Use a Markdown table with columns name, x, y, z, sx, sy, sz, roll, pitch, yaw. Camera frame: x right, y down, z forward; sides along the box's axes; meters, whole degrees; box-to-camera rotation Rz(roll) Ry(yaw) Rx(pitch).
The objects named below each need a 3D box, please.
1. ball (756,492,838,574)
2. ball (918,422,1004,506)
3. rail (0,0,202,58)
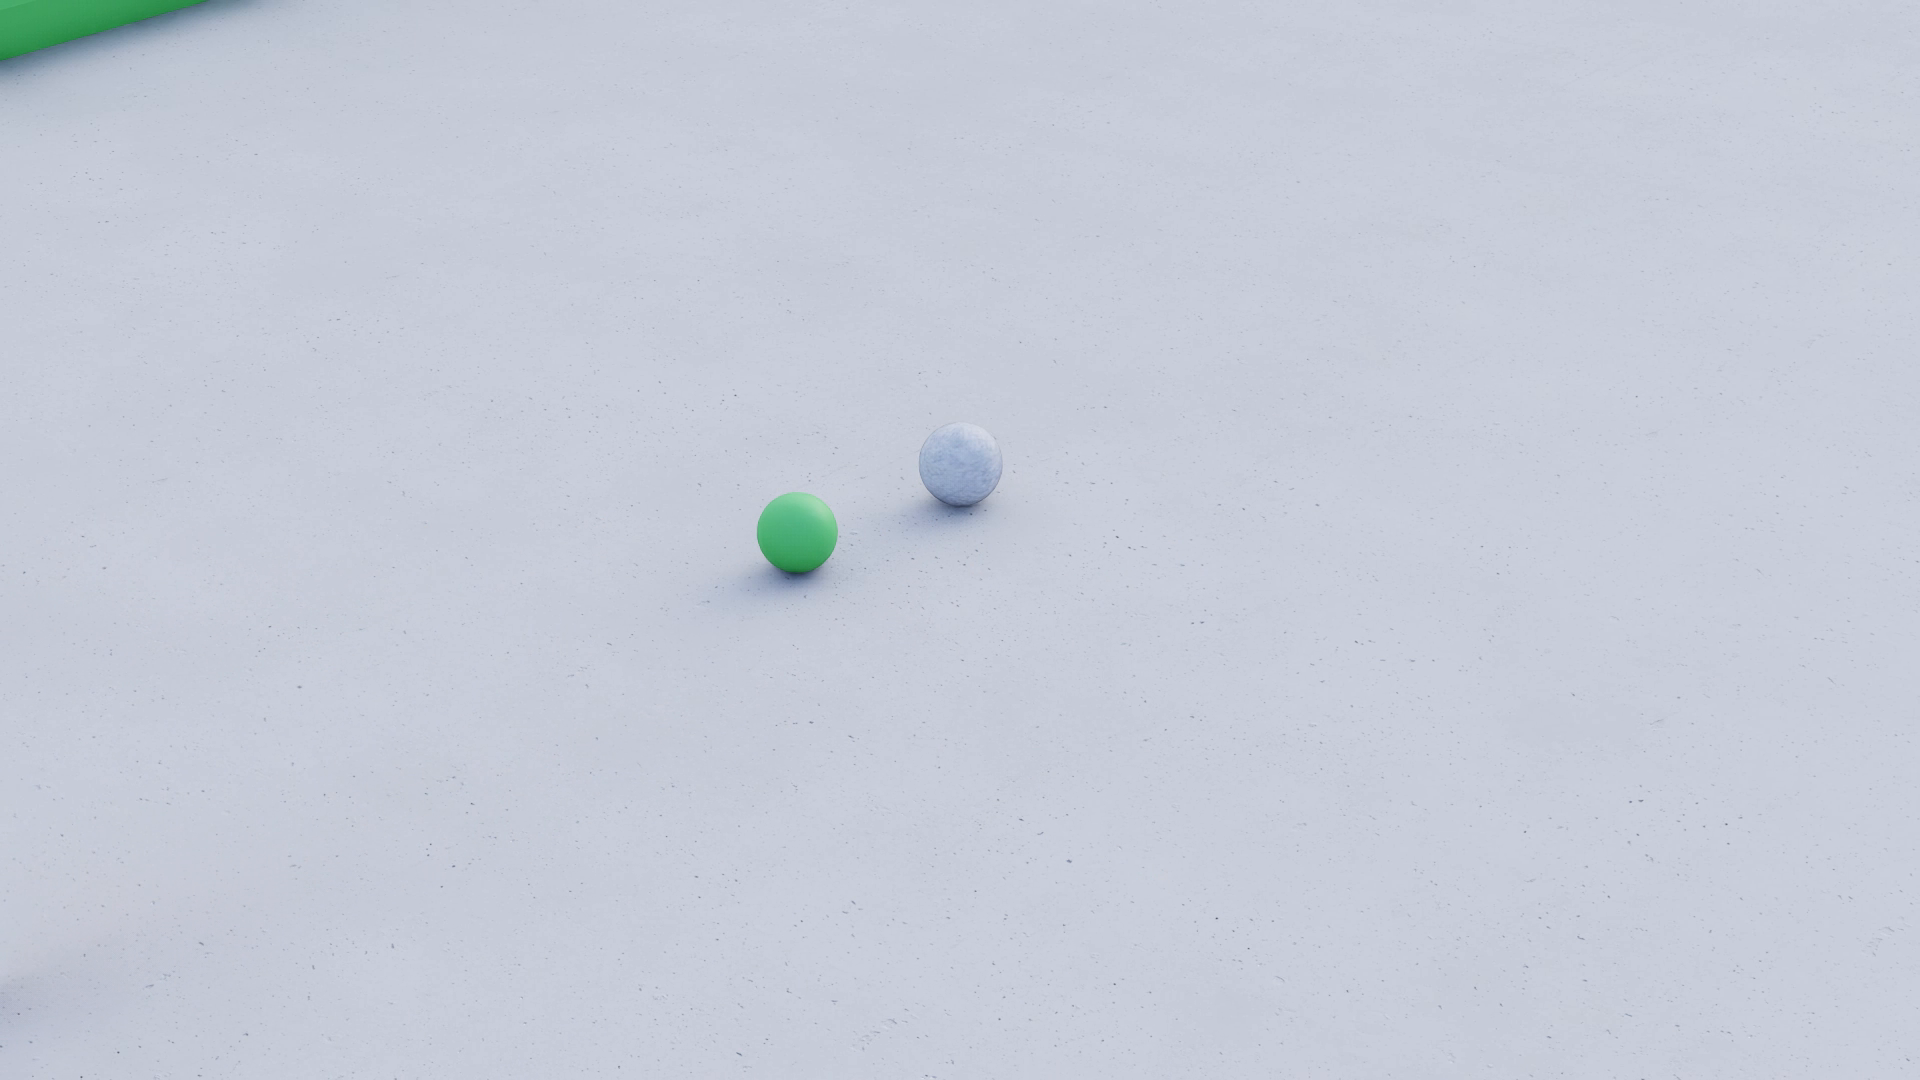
| name | x | y | z | sx | sy | sz | roll | pitch | yaw |
| --- | --- | --- | --- | --- | --- | --- | --- | --- | --- |
| ball | -0.095 | -0.004 | 1.714 | 0.047 | 0.047 | 0.047 | 0 | 27 | 0 |
| ball | 0.000 | -0.046 | 1.791 | 0.052 | 0.052 | 0.052 | 0 | 27 | 0 |
| rail | -0.279 | -0.779 | 3.124 | 0.045 | 0.124 | 4.401 | 20 | 34 | 34 |
